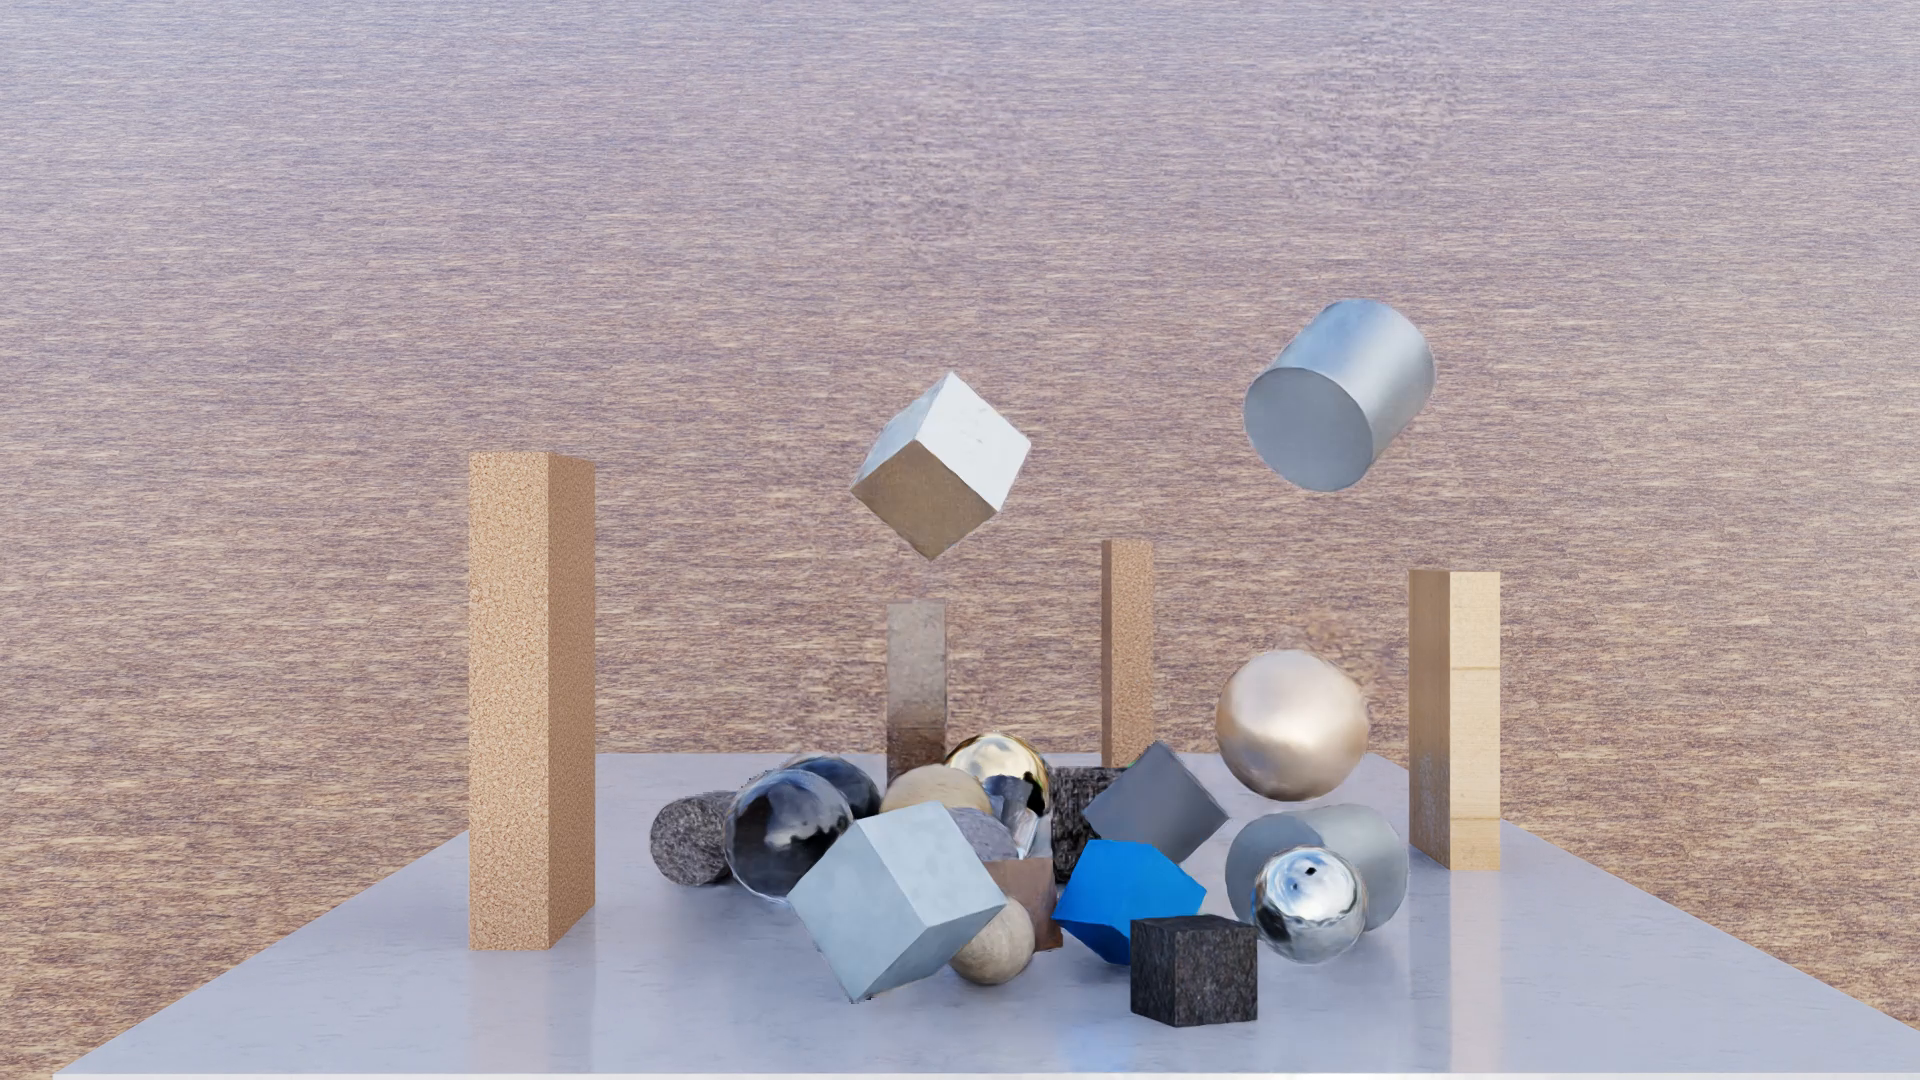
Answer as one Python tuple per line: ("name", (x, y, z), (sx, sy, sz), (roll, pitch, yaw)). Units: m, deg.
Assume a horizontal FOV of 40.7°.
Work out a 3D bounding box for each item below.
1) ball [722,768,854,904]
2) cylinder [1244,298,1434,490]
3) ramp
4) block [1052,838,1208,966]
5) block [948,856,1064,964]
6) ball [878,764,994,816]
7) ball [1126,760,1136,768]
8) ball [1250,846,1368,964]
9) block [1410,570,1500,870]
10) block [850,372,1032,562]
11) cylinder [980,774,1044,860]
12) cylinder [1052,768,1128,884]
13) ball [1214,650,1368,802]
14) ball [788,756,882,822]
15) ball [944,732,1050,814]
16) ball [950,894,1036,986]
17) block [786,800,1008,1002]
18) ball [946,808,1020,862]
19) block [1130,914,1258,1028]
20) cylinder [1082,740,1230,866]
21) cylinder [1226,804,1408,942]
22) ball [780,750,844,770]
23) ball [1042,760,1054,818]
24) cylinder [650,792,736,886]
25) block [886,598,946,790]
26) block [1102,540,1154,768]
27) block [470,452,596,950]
("ball", (-0.258, 0.447, 3.906), (0.203, 0.203, 0.203), (0, 30, 0))
("cylinder", (0.415, -0.159, 2.830), (0.155, 0.155, 0.155), (18, 42, 28))
("ramp", (0.067, 0.598, 4.657), (2.000, 0.100, 4.000), (0, 0, 0))
("block", (0.216, 0.464, 3.297), (0.117, 0.117, 0.117), (-4, 52, 52))
("block", (0.048, 0.477, 3.335), (0.115, 0.115, 0.115), (-1, -14, -28))
("ball", (-0.037, 0.432, 3.955), (0.179, 0.179, 0.179), (0, 30, 0))
("ball", (0.347, 0.469, 4.645), (0.159, 0.159, 0.159), (0, 30, 0))
("ball", (0.408, 0.426, 3.027), (0.137, 0.137, 0.137), (0, 30, 0))
("block", (0.854, 0.300, 4.484), (0.083, 0.494, 0.391), (0, 0, 0))
("block", (-0.019, -0.073, 2.566), (0.110, 0.110, 0.110), (41, 43, -14))
("cylinder", (0.067, 0.447, 4.089), (0.108, 0.108, 0.108), (9, 49, 15))
("cylinder", (0.243, 0.455, 4.121), (0.185, 0.185, 0.185), (0, 30, 5))
("ball", (0.438, 0.245, 3.421), (0.202, 0.202, 0.202), (0, 30, 0))
("ball", (-0.220, 0.447, 4.128), (0.203, 0.203, 0.203), (0, 30, 0))
("ball", (0.060, 0.447, 4.659), (0.202, 0.202, 0.202), (0, 30, 0))
("ball", (0.036, 0.490, 3.188), (0.115, 0.115, 0.115), (0, 30, 0))
("block", (-0.075, 0.429, 3.093), (0.154, 0.154, 0.154), (-7, 56, -51))
("ball", (0.002, 0.464, 3.678), (0.168, 0.168, 0.168), (0, 30, 0))
("block", (0.269, 0.494, 2.979), (0.107, 0.107, 0.107), (0, 0, -24))
("cylinder", (0.287, 0.402, 3.793), (0.154, 0.154, 0.154), (-43, 37, 2))
("cylinder", (0.489, 0.458, 3.543), (0.179, 0.179, 0.179), (27, 17, 38))
("ball", (-0.258, 0.464, 4.657), (0.169, 0.169, 0.169), (0, 30, 0))
("ball", (0.123, 0.480, 5.007), (0.136, 0.136, 0.136), (0, 30, 0))
("cylinder", (-0.405, 0.479, 4.163), (0.138, 0.138, 0.138), (13, 5, 21))
("block", (-0.083, 0.333, 5.029), (0.110, 0.430, 0.446), (0, 0, 0))
("block", (0.362, 0.274, 5.637), (0.087, 0.547, 0.386), (0, 0, 0))
("block", (-0.603, 0.216, 3.681), (0.106, 0.665, 0.447), (0, 0, 0))
